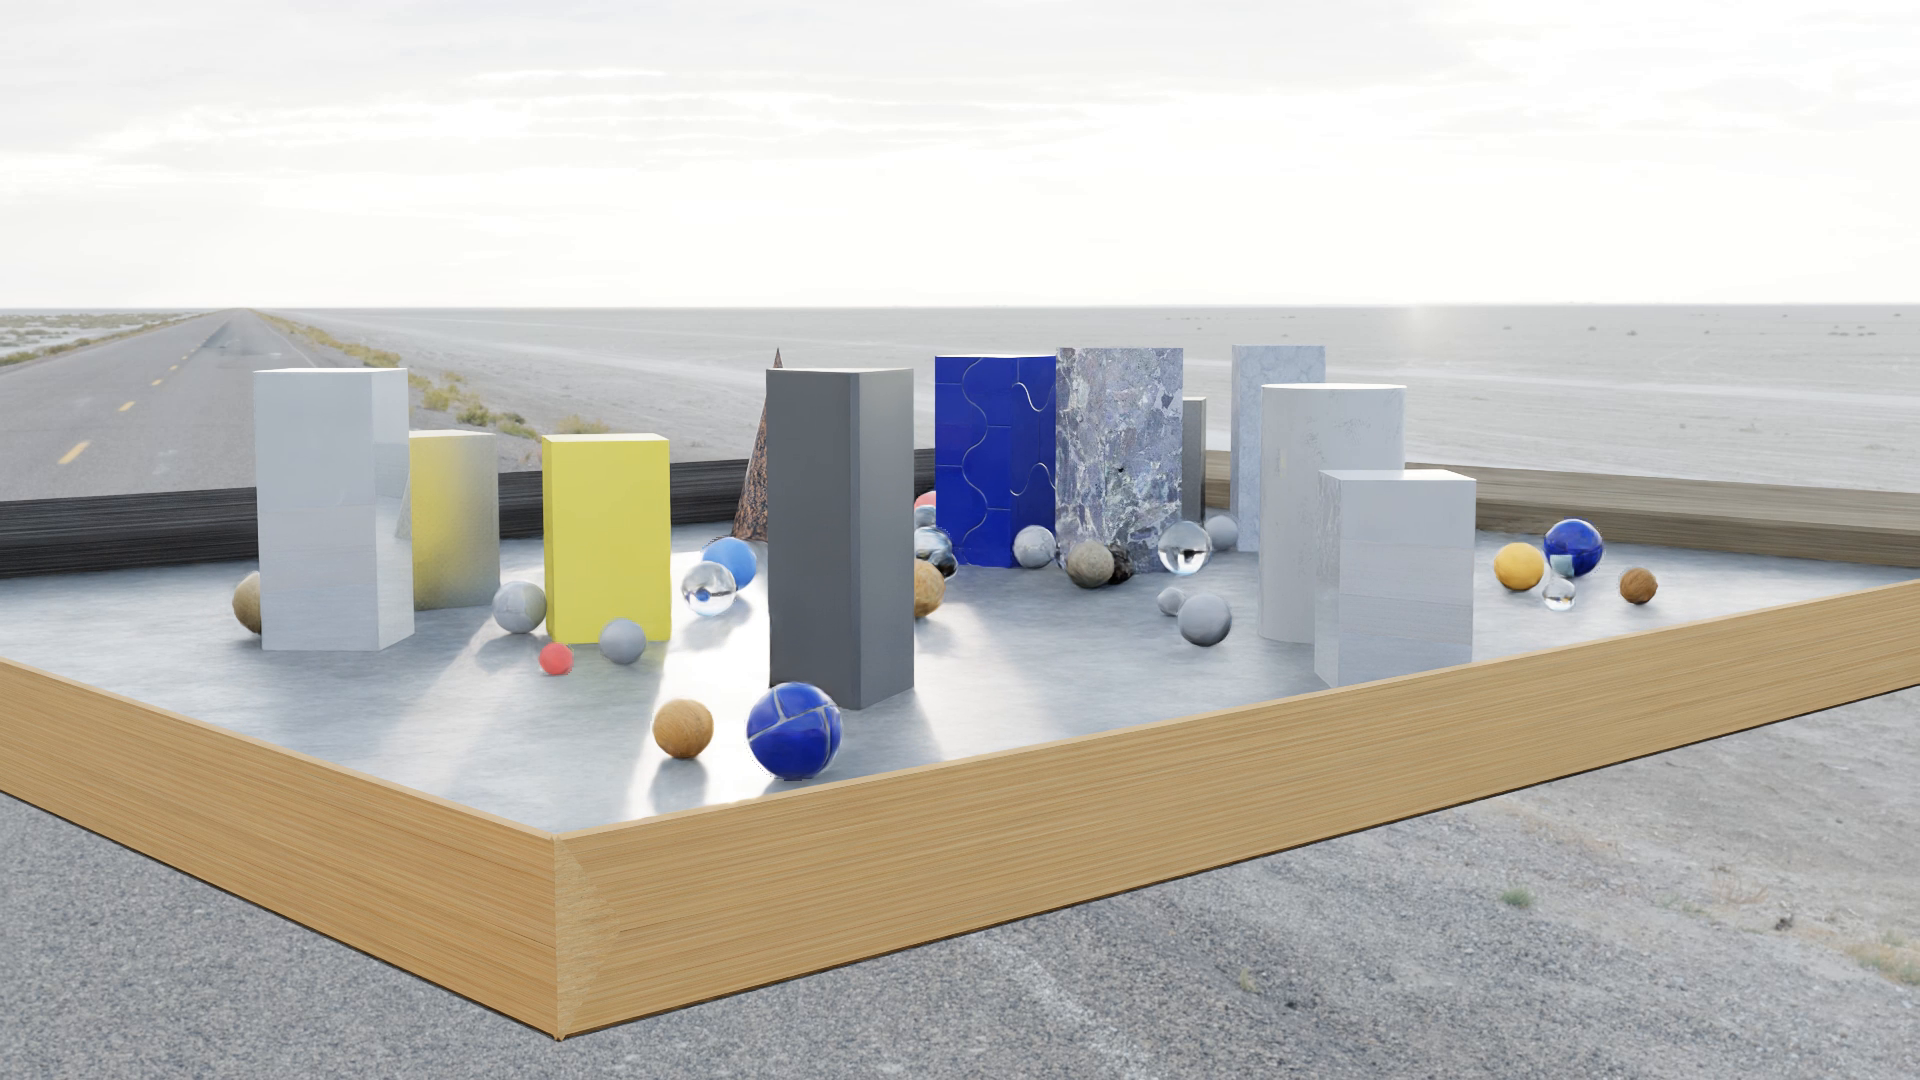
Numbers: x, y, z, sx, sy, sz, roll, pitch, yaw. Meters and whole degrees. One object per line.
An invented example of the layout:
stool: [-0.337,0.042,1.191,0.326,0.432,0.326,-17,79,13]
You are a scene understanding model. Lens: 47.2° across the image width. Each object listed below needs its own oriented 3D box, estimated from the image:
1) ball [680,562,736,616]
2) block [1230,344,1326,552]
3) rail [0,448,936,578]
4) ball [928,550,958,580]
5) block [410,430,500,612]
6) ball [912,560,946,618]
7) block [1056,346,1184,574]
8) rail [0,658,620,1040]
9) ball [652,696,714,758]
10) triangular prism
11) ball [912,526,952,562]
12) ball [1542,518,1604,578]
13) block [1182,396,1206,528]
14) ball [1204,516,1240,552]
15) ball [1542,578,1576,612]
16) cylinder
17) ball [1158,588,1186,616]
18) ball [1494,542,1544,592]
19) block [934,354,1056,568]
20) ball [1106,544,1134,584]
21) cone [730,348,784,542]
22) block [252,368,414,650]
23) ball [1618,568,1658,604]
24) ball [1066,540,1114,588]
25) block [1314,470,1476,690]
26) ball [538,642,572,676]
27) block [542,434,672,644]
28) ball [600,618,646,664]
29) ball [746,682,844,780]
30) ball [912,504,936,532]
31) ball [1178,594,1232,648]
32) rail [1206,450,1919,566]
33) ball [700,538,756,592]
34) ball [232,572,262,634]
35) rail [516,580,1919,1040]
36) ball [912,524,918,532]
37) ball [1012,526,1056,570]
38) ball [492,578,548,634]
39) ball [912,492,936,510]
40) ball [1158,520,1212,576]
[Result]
ball: [-0.366,0.071,3.200,0.080,0.080,0.080,0,6,0]
block: [0.594,-0.176,4.124,0.156,0.379,0.156,0,6,1]
rail: [-0.873,-0.066,4.273,3.085,0.127,0.045,-5,8,-42]
ball: [-0.029,0.042,3.622,0.051,0.051,0.051,0,6,0]
block: [-0.806,-0.033,3.337,0.156,0.258,0.156,-5,8,-37]
ball: [-0.064,0.070,3.187,0.085,0.085,0.085,0,6,0]
block: [0.271,-0.139,3.767,0.156,0.380,0.156,-3,7,-29]
rail: [-1.116,0.140,2.307,0.045,0.127,2.621,-5,8,-42]
ball: [-0.275,0.187,2.187,0.061,0.061,0.061,0,6,0]
triangular prism: [-0.113,-0.009,2.544,0.146,0.376,0.169,-5,8,-40]
ball: [-0.053,0.018,3.697,0.082,0.082,0.082,0,6,0]
ball: [1.022,0.014,3.666,0.097,0.097,0.097,0,6,0]
block: [0.408,-0.149,4.396,0.156,0.268,0.156,1,6,10]
ball: [0.482,-0.012,4.054,0.067,0.067,0.067,0,6,0]
ball: [0.886,0.082,3.249,0.049,0.049,0.049,0,6,0]
cylinder: [0.508,-0.040,3.006,0.195,0.341,0.195,0,6,0]
ball: [0.309,0.090,3.208,0.041,0.041,0.041,0,6,0]
ball: [0.886,0.042,3.485,0.078,0.078,0.078,0,6,0]
block: [0.064,-0.143,3.887,0.156,0.363,0.156,4,7,32]
ball: [0.251,0.039,3.571,0.066,0.066,0.066,0,6,0]
cone: [-0.354,-0.193,4.304,0.195,0.374,0.195,0,6,0]
block: [-0.834,-0.045,2.940,0.156,0.364,0.156,0,6,3]
ball: [1.028,0.070,3.332,0.056,0.056,0.056,0,6,0]
ball: [0.208,0.040,3.514,0.077,0.077,0.077,0,6,0]
block: [0.516,0.047,2.624,0.156,0.249,0.156,0,6,-1]
ball: [-0.493,0.145,2.685,0.041,0.041,0.041,0,6,0]
block: [-0.485,-0.005,3.016,0.156,0.271,0.156,-2,6,-15]
ball: [-0.424,0.128,2.767,0.058,0.058,0.058,0,6,0]
ball: [-0.157,0.181,2.092,0.092,0.092,0.092,0,6,0]
ball: [-0.059,-0.022,4.058,0.086,0.086,0.086,0,6,0]
ball: [0.324,0.106,2.910,0.071,0.071,0.071,0,6,0]
rail: [1.116,-0.074,4.356,0.045,0.127,2.621,-5,8,-42]
ball: [-0.364,0.040,3.455,0.089,0.089,0.089,0,6,0]
ball: [-0.954,0.086,3.021,0.087,0.087,0.087,0,6,0]
rail: [0.873,0.132,2.391,3.085,0.127,0.045,-5,8,-42]
ball: [-0.099,-0.011,4.154,0.044,0.044,0.044,0,6,0]
ball: [0.128,0.013,3.786,0.075,0.075,0.075,0,6,0]
ball: [-0.607,0.091,3.031,0.075,0.075,0.075,0,6,0]
ball: [-0.050,-0.050,4.305,0.091,0.091,0.091,0,6,0]
ball: [0.379,0.013,3.697,0.092,0.092,0.092,0,6,0]
